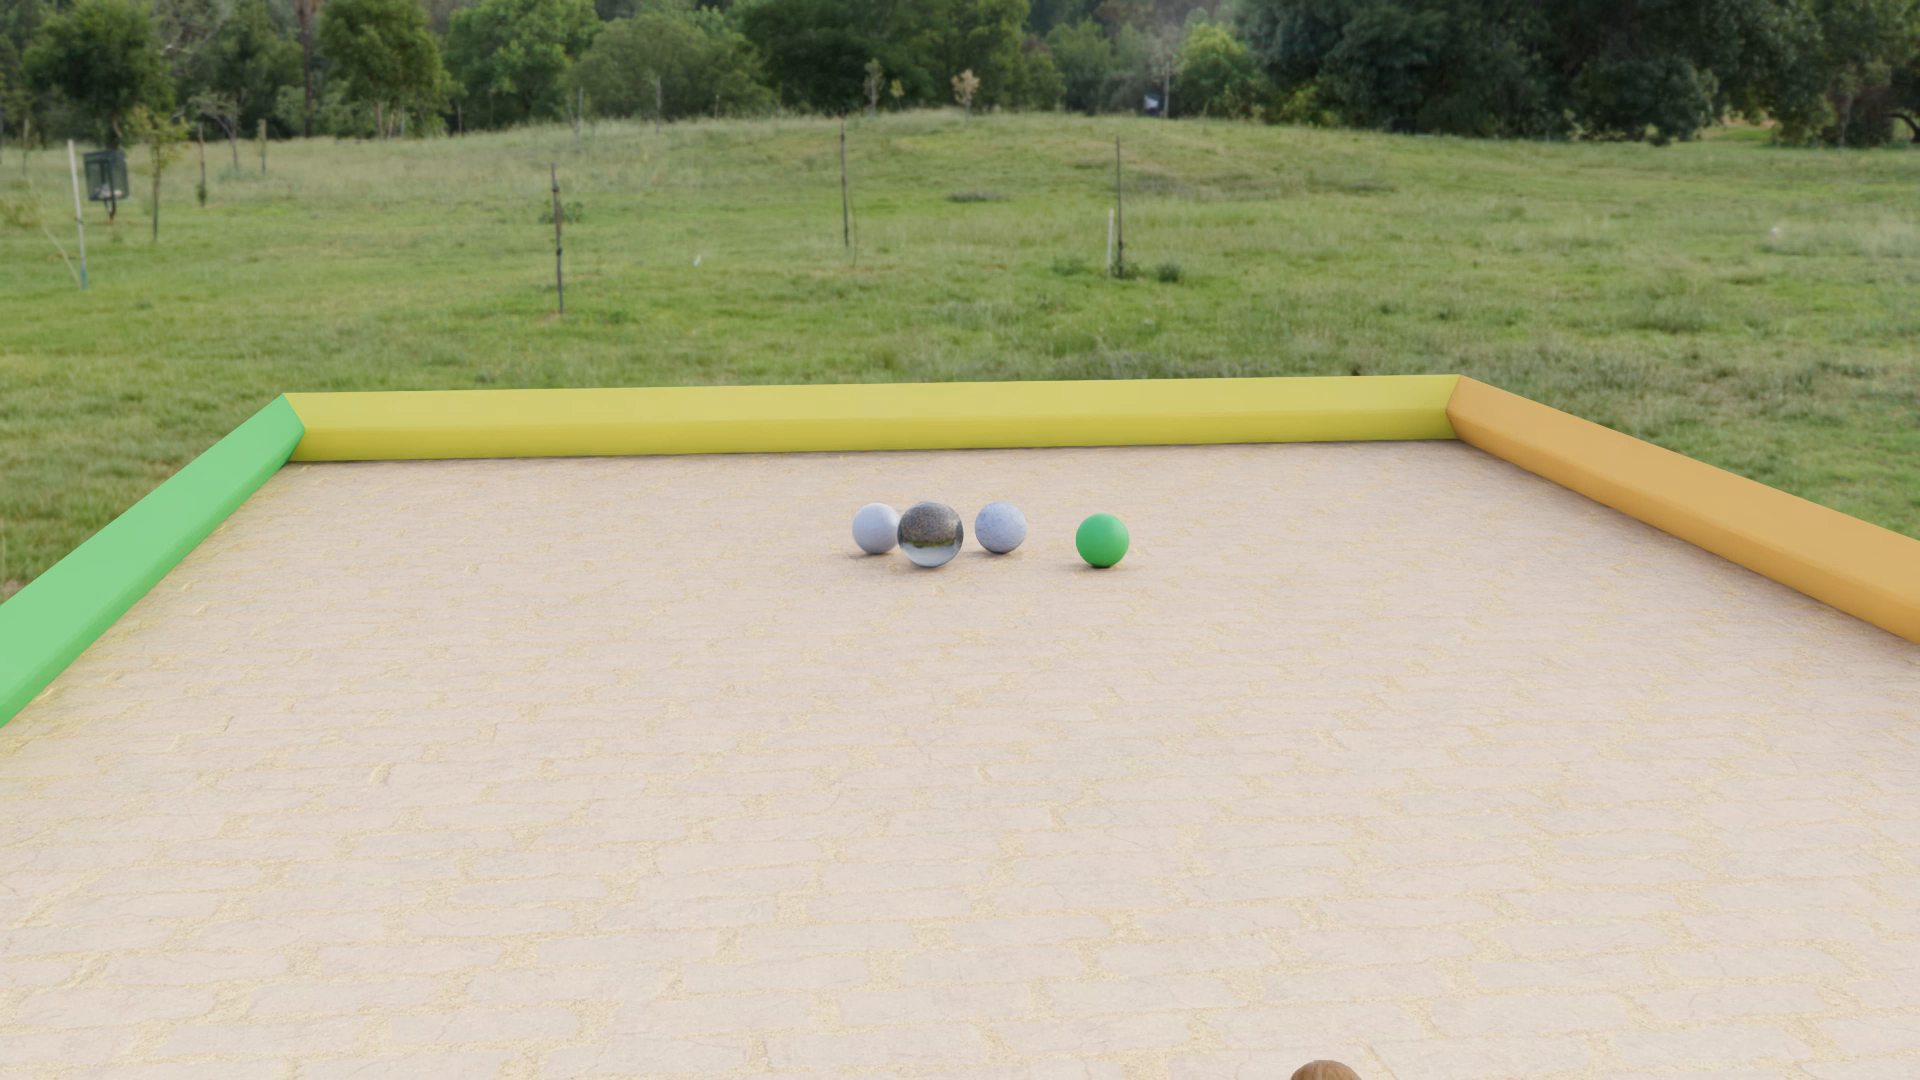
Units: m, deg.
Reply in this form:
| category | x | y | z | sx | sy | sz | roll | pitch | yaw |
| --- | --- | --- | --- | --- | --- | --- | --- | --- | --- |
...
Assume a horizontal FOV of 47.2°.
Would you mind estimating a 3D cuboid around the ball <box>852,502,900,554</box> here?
| category | x | y | z | sx | sy | sz | roll | pitch | yaw |
| --- | --- | --- | --- | --- | --- | --- | --- | --- | --- |
| ball | -0.125 | -0.017 | 3.323 | 0.078 | 0.078 | 0.078 | 0 | 12 | 0 |

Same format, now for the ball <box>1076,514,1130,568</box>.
| category | x | y | z | sx | sy | sz | roll | pitch | yaw |
| --- | --- | --- | --- | --- | --- | --- | --- | --- | --- |
| ball | 0.209 | 0.000 | 3.234 | 0.079 | 0.079 | 0.079 | 0 | 12 | 0 |

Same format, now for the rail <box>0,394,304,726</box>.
| category | x | y | z | sx | sy | sz | roll | pitch | yaw |
| --- | --- | --- | --- | --- | --- | --- | --- | --- | --- |
| rail | -0.983 | 0.223 | 2.010 | 0.045 | 0.128 | 4.417 | -1 | 12 | -7 |

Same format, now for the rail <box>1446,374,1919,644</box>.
| category | x | y | z | sx | sy | sz | roll | pitch | yaw |
| --- | --- | --- | --- | --- | --- | --- | --- | --- | --- |
| rail | 1.253 | 0.168 | 2.280 | 0.045 | 0.128 | 4.417 | -1 | 12 | -7 |

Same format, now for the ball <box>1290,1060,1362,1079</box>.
| category | x | y | z | sx | sy | sz | roll | pitch | yaw |
| --- | --- | --- | --- | --- | --- | --- | --- | --- | --- |
| ball | 0.243 | 0.373 | 1.456 | 0.057 | 0.057 | 0.057 | 0 | 12 | 0 |

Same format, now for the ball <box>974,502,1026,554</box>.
| category | x | y | z | sx | sy | sz | roll | pitch | yaw |
| --- | --- | --- | --- | --- | --- | --- | --- | --- | --- |
| ball | 0.061 | -0.019 | 3.327 | 0.080 | 0.080 | 0.080 | 0 | 12 | 0 |

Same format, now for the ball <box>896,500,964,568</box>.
| category | x | y | z | sx | sy | sz | roll | pitch | yaw |
| --- | --- | --- | --- | --- | --- | --- | --- | --- | --- |
| ball | -0.044 | -0.009 | 3.230 | 0.099 | 0.099 | 0.099 | 0 | 12 | 0 |

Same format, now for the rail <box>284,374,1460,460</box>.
| category | x | y | z | sx | sy | sz | roll | pitch | yaw |
| --- | --- | --- | --- | --- | --- | --- | --- | --- | --- |
| rail | -0.132 | -0.236 | 4.270 | 2.301 | 0.128 | 0.045 | -1 | 12 | -7 |
